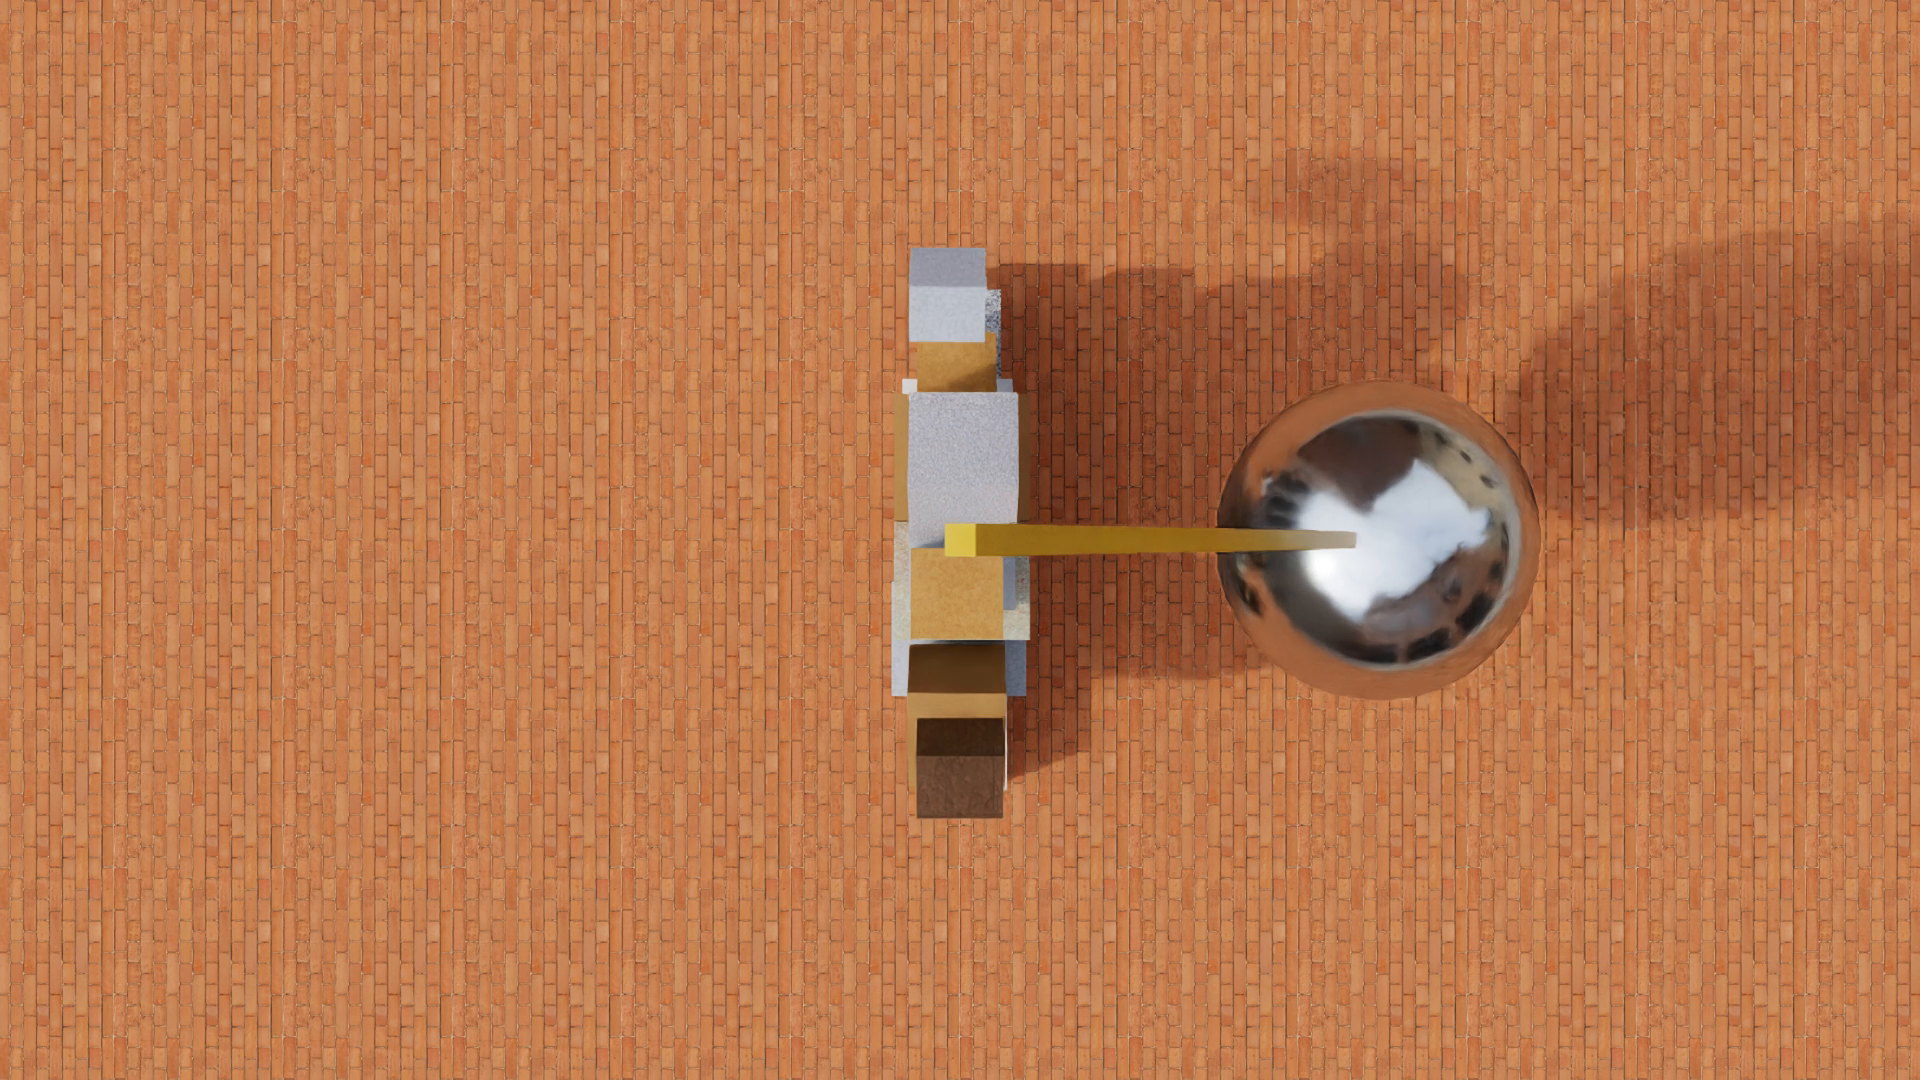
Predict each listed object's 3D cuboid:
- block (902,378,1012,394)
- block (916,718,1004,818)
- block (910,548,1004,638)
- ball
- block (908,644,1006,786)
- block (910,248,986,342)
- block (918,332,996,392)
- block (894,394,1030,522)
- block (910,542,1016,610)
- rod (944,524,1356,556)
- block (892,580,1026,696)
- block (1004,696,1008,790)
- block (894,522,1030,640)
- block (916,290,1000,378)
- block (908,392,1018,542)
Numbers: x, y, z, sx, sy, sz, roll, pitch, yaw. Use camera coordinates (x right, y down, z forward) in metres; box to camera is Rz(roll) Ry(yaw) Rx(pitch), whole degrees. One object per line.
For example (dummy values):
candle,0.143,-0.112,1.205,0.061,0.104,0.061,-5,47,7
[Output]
block,-0.014,-0.594,12.676,0.619,0.649,0.623,0,90,0
block,-0.001,1.206,11.636,0.454,0.376,0.387,0,117,0
block,-0.014,0.262,10.861,0.447,0.426,0.439,0,89,0
ball,2.074,0.000,10.962,1.600,1.600,1.600,0,90,0
block,-0.017,0.955,12.008,0.524,0.514,0.583,0,117,0
block,-0.064,-1.247,11.182,0.383,0.383,0.324,1,127,-1
block,-0.017,-0.902,12.152,0.428,0.398,0.447,0,90,0
block,0.011,-0.424,11.550,0.696,0.565,0.649,0,90,0
block,0.012,0.128,11.323,0.535,0.495,0.453,0,89,0
rod,0.899,0.000,7.771,0.080,5.200,0.080,0,90,20
block,-0.005,0.550,12.626,0.749,0.747,0.637,0,90,0
block,0.019,1.154,12.776,0.507,0.449,0.550,0,90,0
block,0.010,0.218,11.911,0.715,0.683,0.622,0,89,0
block,-0.007,-1.173,12.777,0.482,0.446,0.514,0,90,0
block,0.015,-0.358,10.903,0.532,0.531,0.541,0,60,0
